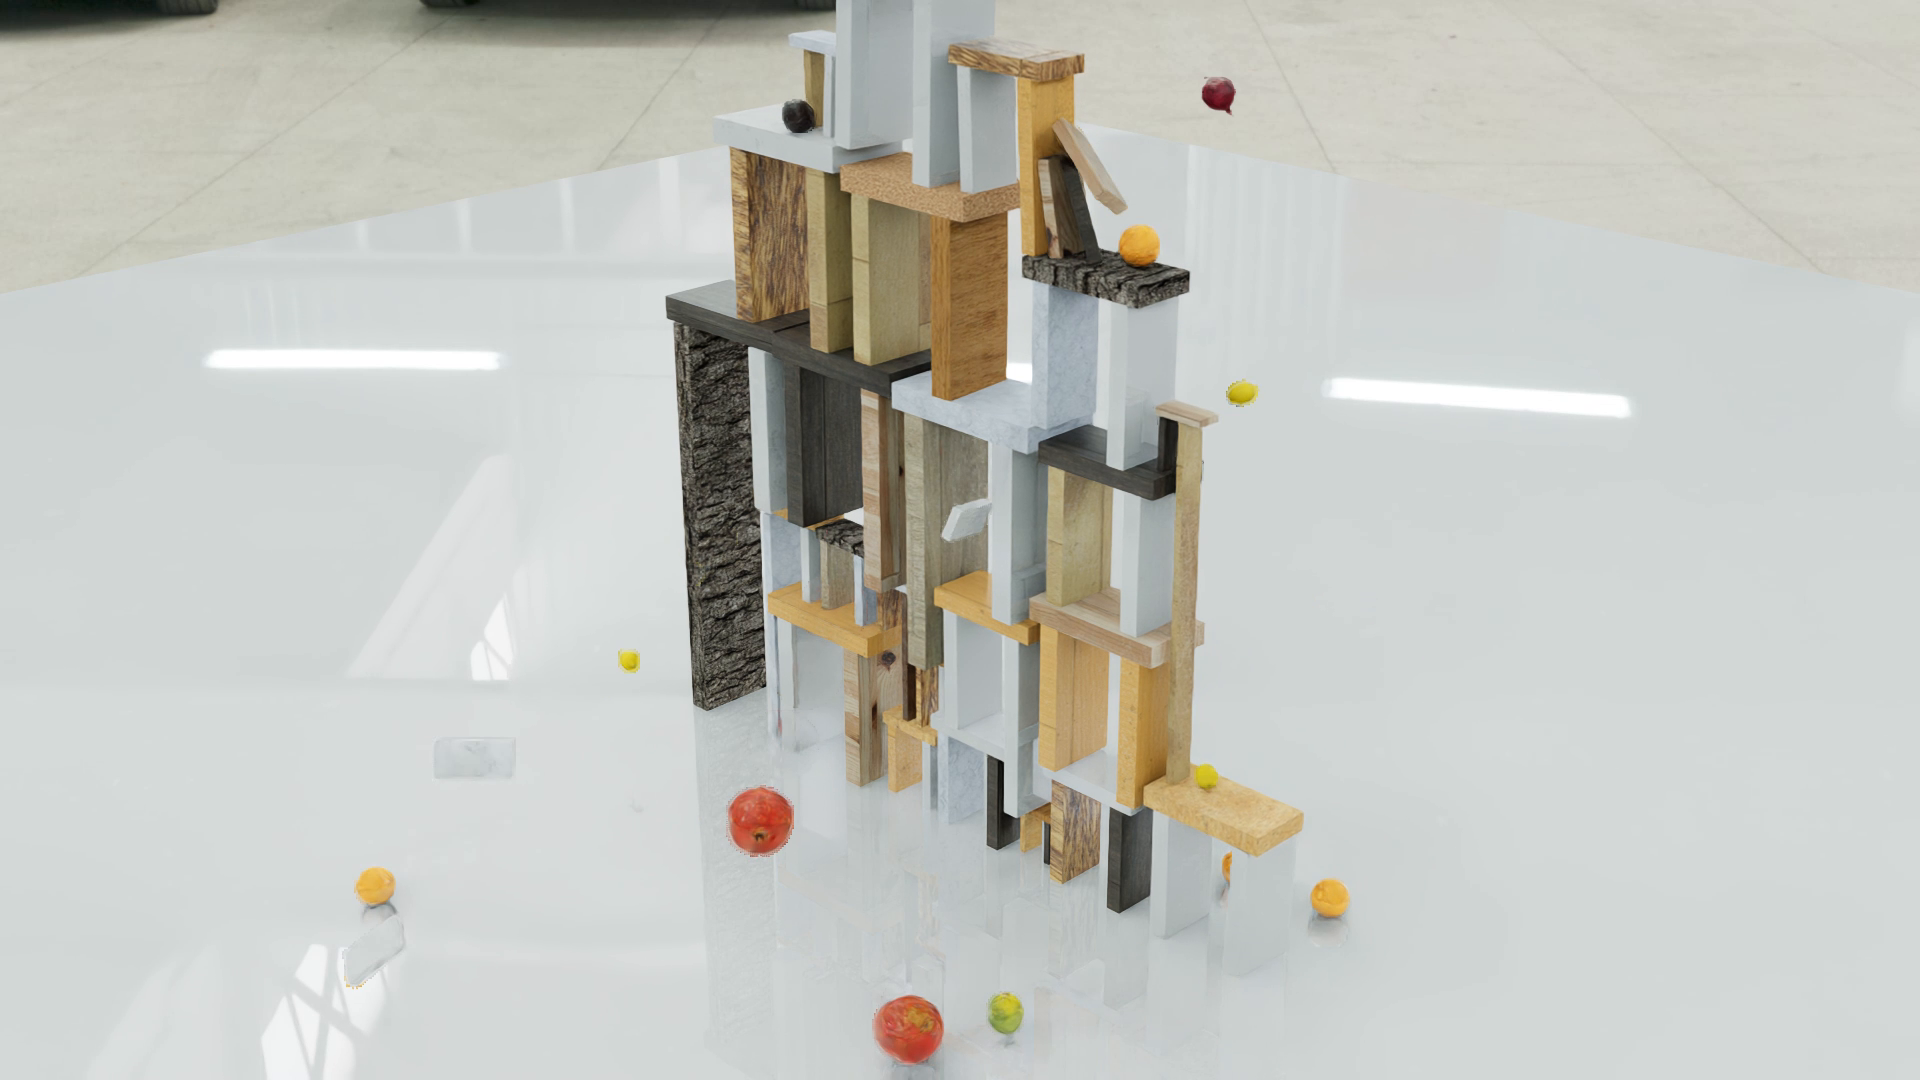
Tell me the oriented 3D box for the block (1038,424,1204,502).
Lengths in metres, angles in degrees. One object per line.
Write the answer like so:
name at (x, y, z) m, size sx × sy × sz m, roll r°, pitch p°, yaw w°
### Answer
block at (0.280, -0.138, 3.865) m, size 0.266 × 0.038 × 0.133 m, roll 21°, pitch 31°, yaw 40°

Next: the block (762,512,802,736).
block at (-0.369, 0.173, 4.688) m, size 0.084 × 0.518 × 0.024 m, roll -20°, pitch 30°, yaw -37°

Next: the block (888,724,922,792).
block at (-0.113, 0.438, 4.533) m, size 0.022 × 0.152 × 0.076 m, roll 21°, pitch 31°, yaw 41°

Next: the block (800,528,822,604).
block at (-0.289, 0.040, 4.554) m, size 0.084 × 0.167 × 0.024 m, roll -21°, pitch 31°, yaw -41°

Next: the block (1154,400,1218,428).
block at (0.384, -0.213, 3.721) m, size 0.049 × 0.014 × 0.099 m, roll -21°, pitch 31°, yaw -40°

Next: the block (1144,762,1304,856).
block at (0.468, 0.478, 3.921) m, size 0.130 × 0.037 × 0.259 m, roll -21°, pitch 31°, yaw -41°

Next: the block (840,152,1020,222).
block at (-0.050, -0.645, 4.003) m, size 0.162 × 0.046 × 0.324 m, roll -21°, pitch 31°, yaw -40°

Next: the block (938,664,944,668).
block at (-0.043, 0.226, 4.358) m, size 0.050 × 0.014 × 0.099 m, roll -22°, pitch 31°, yaw -40°

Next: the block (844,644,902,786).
block at (-0.168, 0.343, 4.559) m, size 0.043 × 0.307 × 0.153 m, roll 21°, pitch 31°, yaw 41°

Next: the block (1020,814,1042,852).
block at (0.140, 0.563, 4.316) m, size 0.046 × 0.093 × 0.013 m, roll -18°, pitch 29°, yaw -37°

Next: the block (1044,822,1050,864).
block at (0.184, 0.581, 4.273) m, size 0.046 × 0.093 × 0.013 m, roll -21°, pitch 31°, yaw -40°

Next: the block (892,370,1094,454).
block at (0.057, -0.247, 4.057) m, size 0.349 × 0.049 × 0.175 m, roll 21°, pitch 31°, yaw 41°

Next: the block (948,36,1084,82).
block at (0.096, -0.824, 3.763) m, size 0.110 × 0.031 × 0.220 m, roll -21°, pitch 31°, yaw -39°

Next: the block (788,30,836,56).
block at (-0.244, -0.926, 4.098) m, size 0.076 × 0.021 × 0.151 m, roll -18°, pitch 28°, yaw -35°

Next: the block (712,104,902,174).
block at (-0.294, -0.772, 4.215) m, size 0.176 × 0.050 × 0.353 m, roll -21°, pitch 31°, yaw -40°

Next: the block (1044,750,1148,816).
block at (0.273, 0.445, 4.115) m, size 0.109 × 0.031 × 0.218 m, roll -21°, pitch 31°, yaw -40°

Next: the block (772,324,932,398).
block at (-0.189, -0.359, 4.280) m, size 0.171 × 0.049 × 0.343 m, roll -21°, pitch 31°, yaw -40°

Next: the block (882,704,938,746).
block at (-0.077, 0.372, 4.466) m, size 0.152 × 0.022 × 0.076 m, roll 21°, pitch 31°, yaw 41°

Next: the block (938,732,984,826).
block at (0.002, 0.461, 4.413) m, size 0.029 × 0.204 × 0.102 m, roll 21°, pitch 31°, yaw 40°

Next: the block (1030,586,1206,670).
block at (0.282, 0.146, 3.978) m, size 0.146 × 0.041 × 0.292 m, roll -21°, pitch 31°, yaw -40°

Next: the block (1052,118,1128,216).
block at (0.219, -0.629, 3.701) m, size 0.085 × 0.024 × 0.169 m, roll 24°, pitch 34°, yaw -57°

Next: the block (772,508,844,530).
block at (-0.326, -0.065, 4.556) m, size 0.084 × 0.024 × 0.167 m, roll -21°, pitch 31°, yaw -40°

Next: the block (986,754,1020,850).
block at (0.099, 0.498, 4.325) m, size 0.029 × 0.204 × 0.102 m, roll 21°, pitch 31°, yaw 41°

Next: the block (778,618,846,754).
block at (-0.312, 0.287, 4.692) m, size 0.043 × 0.307 × 0.153 m, roll 21°, pitch 31°, yaw 40°

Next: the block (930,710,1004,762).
block at (0.050, 0.372, 4.323) m, size 0.204 × 0.029 × 0.102 m, roll 21°, pitch 31°, yaw 41°

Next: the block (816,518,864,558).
block at (-0.212, -0.003, 4.450) m, size 0.077 × 0.022 × 0.154 m, roll -21°, pitch 30°, yaw -40°

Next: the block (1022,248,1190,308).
block at (0.248, -0.454, 3.756) m, size 0.265 × 0.037 × 0.132 m, roll 21°, pitch 31°, yaw 41°

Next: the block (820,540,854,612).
block at (-0.250, 0.063, 4.519) m, size 0.077 × 0.154 × 0.022 m, roll -21°, pitch 31°, yaw -40°

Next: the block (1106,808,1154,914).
block at (0.325, 0.580, 4.116) m, size 0.109 × 0.218 × 0.031 m, roll -21°, pitch 31°, yaw -41°

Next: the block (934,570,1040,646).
block at (0.083, 0.126, 4.180) m, size 0.125 × 0.035 × 0.250 m, roll -21°, pitch 31°, yaw -40°

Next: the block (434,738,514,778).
block at (-0.757, 0.341, 3.428) m, size 0.121 × 0.060 × 0.017 m, roll 1°, pitch 0°, yaw -9°

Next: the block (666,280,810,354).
block at (-0.428, -0.461, 4.511) m, size 0.346 × 0.049 × 0.173 m, roll 21°, pitch 31°, yaw 41°

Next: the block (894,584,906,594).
block at (-0.117, 0.080, 4.382) m, size 0.054 × 0.015 × 0.107 m, roll -21°, pitch 31°, yaw -40°

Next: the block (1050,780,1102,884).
block at (0.222, 0.540, 4.210) m, size 0.109 × 0.218 × 0.031 m, roll -21°, pitch 31°, yaw -41°

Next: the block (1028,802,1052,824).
block at (0.160, 0.523, 4.274) m, size 0.046 × 0.013 × 0.093 m, roll -20°, pitch 30°, yaw -39°

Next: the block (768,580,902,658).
block at (-0.240, 0.154, 4.557) m, size 0.153 × 0.043 × 0.307 m, roll -21°, pitch 31°, yaw -41°

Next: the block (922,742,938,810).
block at (-0.041, 0.466, 4.467) m, size 0.022 × 0.152 × 0.076 m, roll 21°, pitch 31°, yaw 41°
